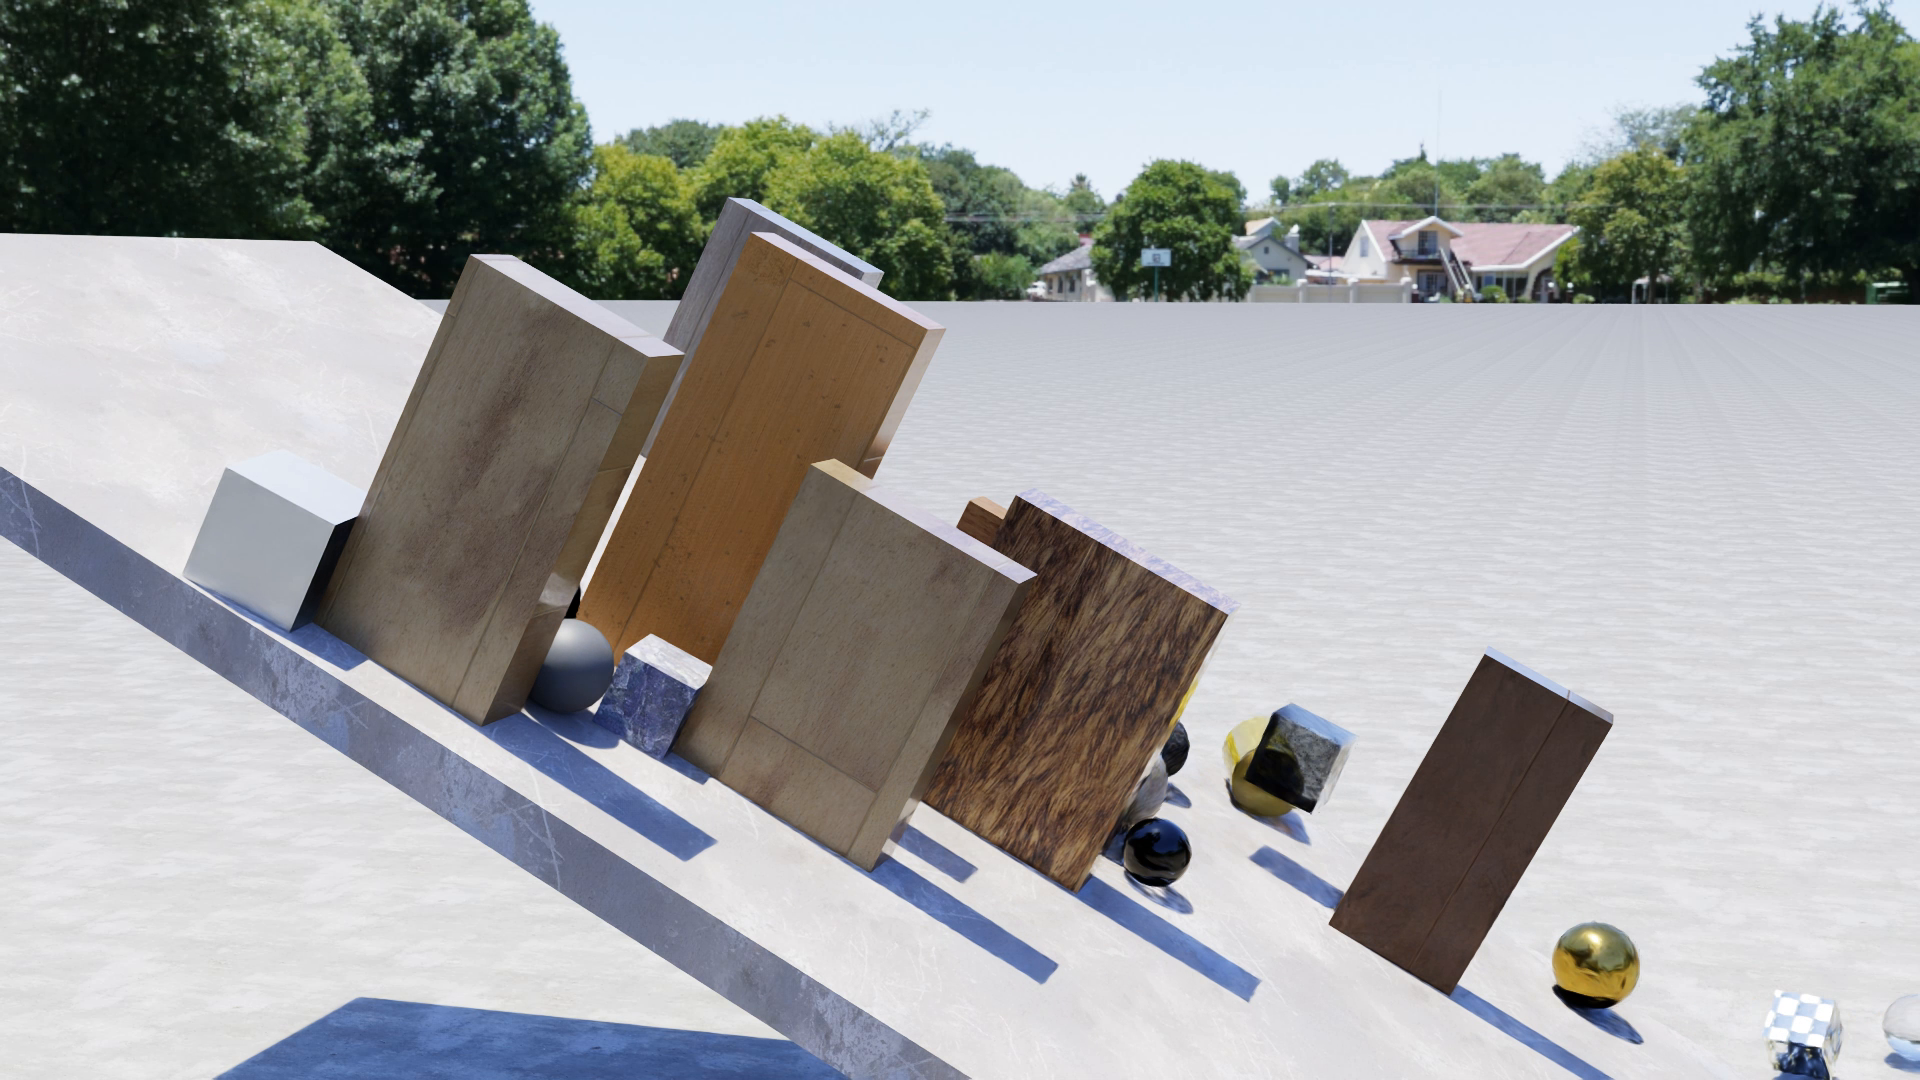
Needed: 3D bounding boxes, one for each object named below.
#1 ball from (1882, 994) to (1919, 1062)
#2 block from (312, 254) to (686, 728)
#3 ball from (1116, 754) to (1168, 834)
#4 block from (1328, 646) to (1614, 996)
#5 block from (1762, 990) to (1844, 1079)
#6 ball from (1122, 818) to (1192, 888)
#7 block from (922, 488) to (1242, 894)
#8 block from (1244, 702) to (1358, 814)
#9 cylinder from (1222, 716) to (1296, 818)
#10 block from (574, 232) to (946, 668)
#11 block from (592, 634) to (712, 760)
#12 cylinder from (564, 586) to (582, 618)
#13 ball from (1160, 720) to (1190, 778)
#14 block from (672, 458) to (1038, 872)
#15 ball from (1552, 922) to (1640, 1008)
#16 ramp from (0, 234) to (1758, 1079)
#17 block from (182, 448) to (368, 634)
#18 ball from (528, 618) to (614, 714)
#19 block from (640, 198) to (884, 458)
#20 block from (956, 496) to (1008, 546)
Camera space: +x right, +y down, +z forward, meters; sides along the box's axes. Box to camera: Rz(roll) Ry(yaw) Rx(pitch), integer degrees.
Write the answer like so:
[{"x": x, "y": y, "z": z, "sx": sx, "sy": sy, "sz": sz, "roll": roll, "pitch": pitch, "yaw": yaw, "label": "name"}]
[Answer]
[{"x": 2.247, "y": 1.145, "z": 5.158, "sx": 0.154, "sy": 0.154, "sz": 0.154, "roll": 0, "pitch": 7, "yaw": 0, "label": "ball"}, {"x": -0.714, "y": -0.077, "z": 3.387, "sx": 0.327, "sy": 0.640, "sz": 0.128, "roll": 30, "pitch": 14, "yaw": 12, "label": "block"}, {"x": 0.291, "y": 0.457, "z": 4.194, "sx": 0.209, "sy": 0.209, "sz": 0.209, "roll": 0, "pitch": 7, "yaw": 0, "label": "ball"}, {"x": 0.990, "y": 0.547, "z": 4.279, "sx": 0.269, "sy": 0.625, "sz": 0.099, "roll": 30, "pitch": 14, "yaw": 12, "label": "block"}, {"x": 1.927, "y": 1.131, "z": 5.023, "sx": 0.130, "sy": 0.130, "sz": 0.130, "roll": 3, "pitch": 45, "yaw": 37, "label": "block"}, {"x": 0.363, "y": 0.577, "z": 4.062, "sx": 0.128, "sy": 0.128, "sz": 0.128, "roll": 0, "pitch": 7, "yaw": 0, "label": "ball"}, {"x": 0.170, "y": 0.265, "z": 3.907, "sx": 0.423, "sy": 0.573, "sz": 0.129, "roll": 30, "pitch": 14, "yaw": 12, "label": "block"}, {"x": 0.697, "y": 0.444, "z": 4.494, "sx": 0.153, "sy": 0.153, "sz": 0.153, "roll": 26, "pitch": 13, "yaw": 19, "label": "block"}, {"x": 0.669, "y": 0.497, "z": 4.820, "sx": 0.169, "sy": 0.169, "sz": 0.169, "roll": 0, "pitch": 16, "yaw": 0, "label": "cylinder"}, {"x": -0.359, "y": -0.095, "z": 3.789, "sx": 0.350, "sy": 0.789, "sz": 0.102, "roll": 30, "pitch": 14, "yaw": 12, "label": "block"}, {"x": -0.500, "y": 0.257, "z": 3.629, "sx": 0.133, "sy": 0.133, "sz": 0.133, "roll": 28, "pitch": 14, "yaw": 5, "label": "block"}, {"x": -0.761, "y": 0.095, "z": 3.602, "sx": 0.198, "sy": 0.198, "sz": 0.198, "roll": 31, "pitch": 17, "yaw": 16, "label": "cylinder"}, {"x": 0.408, "y": 0.432, "z": 4.625, "sx": 0.148, "sy": 0.148, "sz": 0.148, "roll": 0, "pitch": 7, "yaw": 0, "label": "ball"}, {"x": -0.175, "y": 0.202, "z": 3.568, "sx": 0.387, "sy": 0.542, "sz": 0.108, "roll": 30, "pitch": 14, "yaw": 12, "label": "block"}, {"x": 1.329, "y": 0.888, "z": 4.595, "sx": 0.179, "sy": 0.179, "sz": 0.179, "roll": 0, "pitch": 7, "yaw": 0, "label": "ball"}, {"x": -0.230, "y": 0.383, "z": 4.152, "sx": 4.000, "sy": 0.100, "sz": 2.000, "roll": 30, "pitch": 14, "yaw": 12, "label": "ramp"}, {"x": -1.052, "y": -0.002, "z": 3.434, "sx": 0.191, "sy": 0.191, "sz": 0.191, "roll": 28, "pitch": 14, "yaw": 3, "label": "block"}, {"x": -0.633, "y": 0.202, "z": 3.542, "sx": 0.152, "sy": 0.152, "sz": 0.152, "roll": 0, "pitch": 7, "yaw": 0, "label": "ball"}, {"x": -0.486, "y": -0.421, "z": 5.072, "sx": 0.368, "sy": 0.628, "sz": 0.136, "roll": 30, "pitch": 14, "yaw": 12, "label": "block"}, {"x": 0.124, "y": 0.197, "z": 4.406, "sx": 0.426, "sy": 0.410, "sz": 0.094, "roll": 30, "pitch": 14, "yaw": 12, "label": "block"}]
